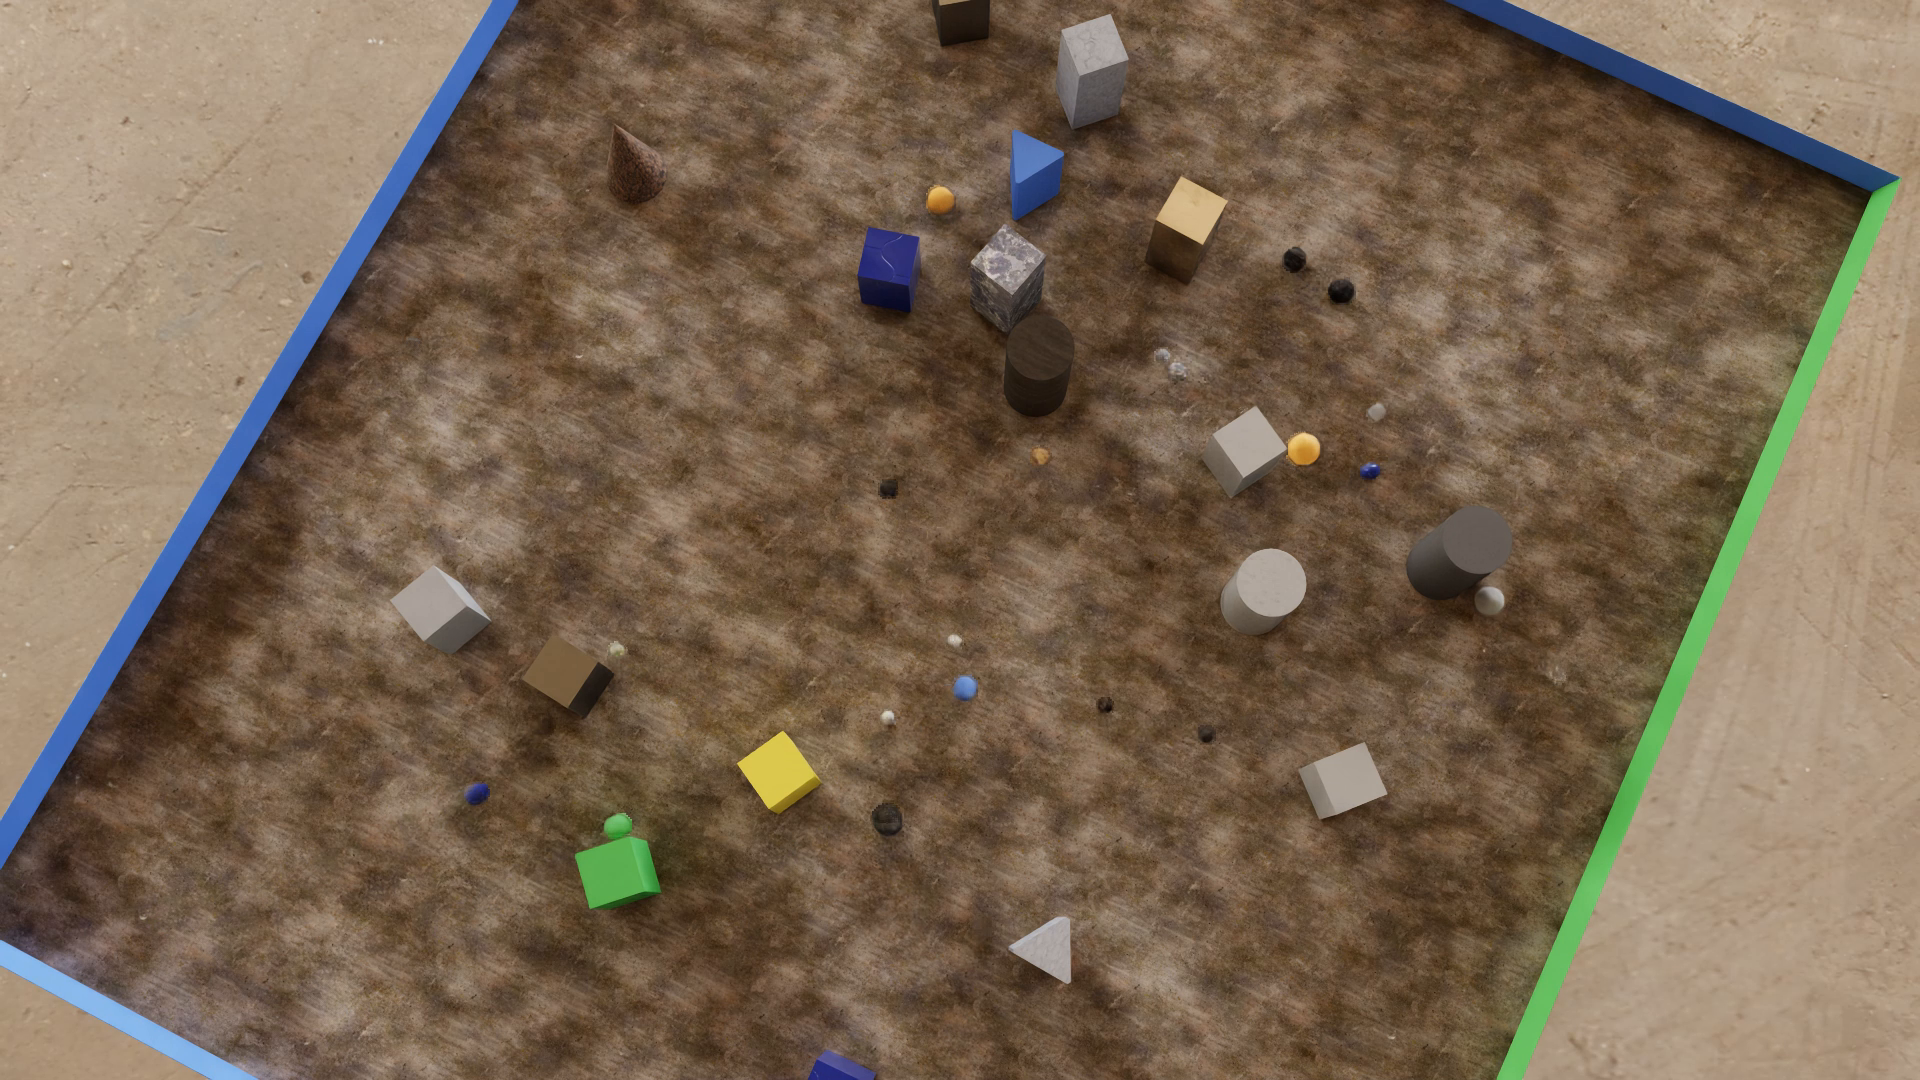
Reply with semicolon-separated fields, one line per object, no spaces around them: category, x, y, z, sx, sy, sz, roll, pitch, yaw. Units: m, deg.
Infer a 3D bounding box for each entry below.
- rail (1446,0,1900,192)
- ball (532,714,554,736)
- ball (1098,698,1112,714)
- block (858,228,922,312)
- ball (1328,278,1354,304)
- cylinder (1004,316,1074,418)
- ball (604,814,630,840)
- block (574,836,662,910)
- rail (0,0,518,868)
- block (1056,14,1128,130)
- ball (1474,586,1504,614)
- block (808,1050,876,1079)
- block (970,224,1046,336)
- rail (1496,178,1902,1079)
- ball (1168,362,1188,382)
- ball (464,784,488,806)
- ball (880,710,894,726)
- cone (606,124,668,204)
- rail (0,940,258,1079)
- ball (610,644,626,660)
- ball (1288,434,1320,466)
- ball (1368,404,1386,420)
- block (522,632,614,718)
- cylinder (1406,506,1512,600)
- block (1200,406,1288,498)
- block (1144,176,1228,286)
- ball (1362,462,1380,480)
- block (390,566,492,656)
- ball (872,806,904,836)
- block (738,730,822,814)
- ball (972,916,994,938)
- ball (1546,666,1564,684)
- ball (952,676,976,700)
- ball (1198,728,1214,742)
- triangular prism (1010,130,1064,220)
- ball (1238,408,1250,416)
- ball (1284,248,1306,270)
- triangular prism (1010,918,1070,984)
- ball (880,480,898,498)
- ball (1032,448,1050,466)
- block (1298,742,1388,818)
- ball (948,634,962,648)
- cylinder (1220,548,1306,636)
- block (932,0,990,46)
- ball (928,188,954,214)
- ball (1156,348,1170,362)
rail;1.037;-2.024;5.969;4.233;0.129;0.045;26;80;5
ball;-1.247;0.552;5.470;0.063;0.063;0.063;0;78;0
ball;0.435;0.497;5.491;0.044;0.044;0.044;0;78;0
block;-0.216;-0.832;5.661;0.159;0.251;0.159;11;79;2
ball;1.194;-0.780;5.737;0.080;0.080;0.080;0;78;0
cylinder;0.234;-0.519;5.521;0.198;0.397;0.198;0;78;0
ball;-1.011;0.846;5.403;0.075;0.075;0.075;0;78;0
block;-0.979;0.959;5.267;0.159;0.297;0.159;-18;79;-4
rail;-1.872;-0.910;5.738;0.045;0.129;4.684;26;80;5
block;0.408;-1.456;5.721;0.159;0.385;0.159;-19;79;-4
ball;1.599;0.183;5.535;0.086;0.086;0.086;0;78;0
block;-0.346;1.540;5.100;0.159;0.387;0.159;24;79;5
block;0.143;-0.788;5.582;0.159;0.387;0.159;39;81;7
rail;1.872;0.923;5.359;0.045;0.129;4.684;26;80;5
ball;0.677;-0.522;5.694;0.060;0.060;0.060;0;78;0
ball;-1.434;0.753;5.428;0.065;0.065;0.065;0;78;0
ball;-0.217;0.533;5.485;0.043;0.043;0.043;0;78;0
cone;-1.035;-1.209;5.672;0.198;0.381;0.198;0;78;0
rail;-1.037;2.037;5.128;4.233;0.129;0.045;26;80;5
ball;-1.032;0.336;5.520;0.048;0.048;0.048;0;78;0
ball;1.056;-0.278;5.624;0.099;0.099;0.099;0;78;0
ball;1.292;-0.396;5.672;0.052;0.052;0.052;0;78;0
block;-1.150;0.402;5.399;0.159;0.262;0.159;31;80;6
cylinder;1.462;0.043;5.387;0.198;0.432;0.198;0;78;0
block;0.854;-0.262;5.533;0.159;0.271;0.159;-33;80;-6
block;0.690;-0.945;5.628;0.159;0.360;0.159;29;80;6
ball;1.264;-0.213;5.633;0.054;0.054;0.054;0;78;0
block;-1.533;0.211;5.427;0.159;0.287;0.159;-40;81;-8
ball;-0.213;0.827;5.400;0.089;0.089;0.089;0;78;0
block;-0.522;0.680;5.335;0.159;0.275;0.159;-35;80;-7
ball;0.067;1.128;5.352;0.062;0.062;0.062;0;78;0
ball;1.787;0.404;5.506;0.053;0.053;0.053;0;78;0
ball;0.015;0.446;5.487;0.072;0.072;0.072;0;78;0
ball;0.736;0.582;5.472;0.047;0.047;0.047;0;78;0
triangular prism;0.204;-1.155;5.702;0.172;0.300;0.149;-33;80;-6
ball;0.884;-0.383;5.669;0.052;0.052;0.052;0;78;0
ball;1.054;-0.884;5.763;0.072;0.072;0.072;0;78;0
triangular prism;0.253;1.124;5.132;0.172;0.494;0.149;29;80;6
ball;-0.220;-0.157;5.622;0.053;0.053;0.053;0;78;0
ball;0.247;-0.257;5.641;0.057;0.057;0.057;0;78;0
block;1.112;0.704;5.341;0.159;0.254;0.159;-21;79;-4
ball;-0.016;0.306;5.532;0.041;0.041;0.041;0;78;0
cylinder;0.891;0.157;5.407;0.198;0.347;0.198;0;78;0
block;0.001;-1.720;5.833;0.159;0.273;0.159;-11;79;-2
ball;-0.061;-1.072;5.795;0.086;0.086;0.086;0;78;0
ball;0.634;-0.574;5.713;0.043;0.043;0.043;0;78;0
